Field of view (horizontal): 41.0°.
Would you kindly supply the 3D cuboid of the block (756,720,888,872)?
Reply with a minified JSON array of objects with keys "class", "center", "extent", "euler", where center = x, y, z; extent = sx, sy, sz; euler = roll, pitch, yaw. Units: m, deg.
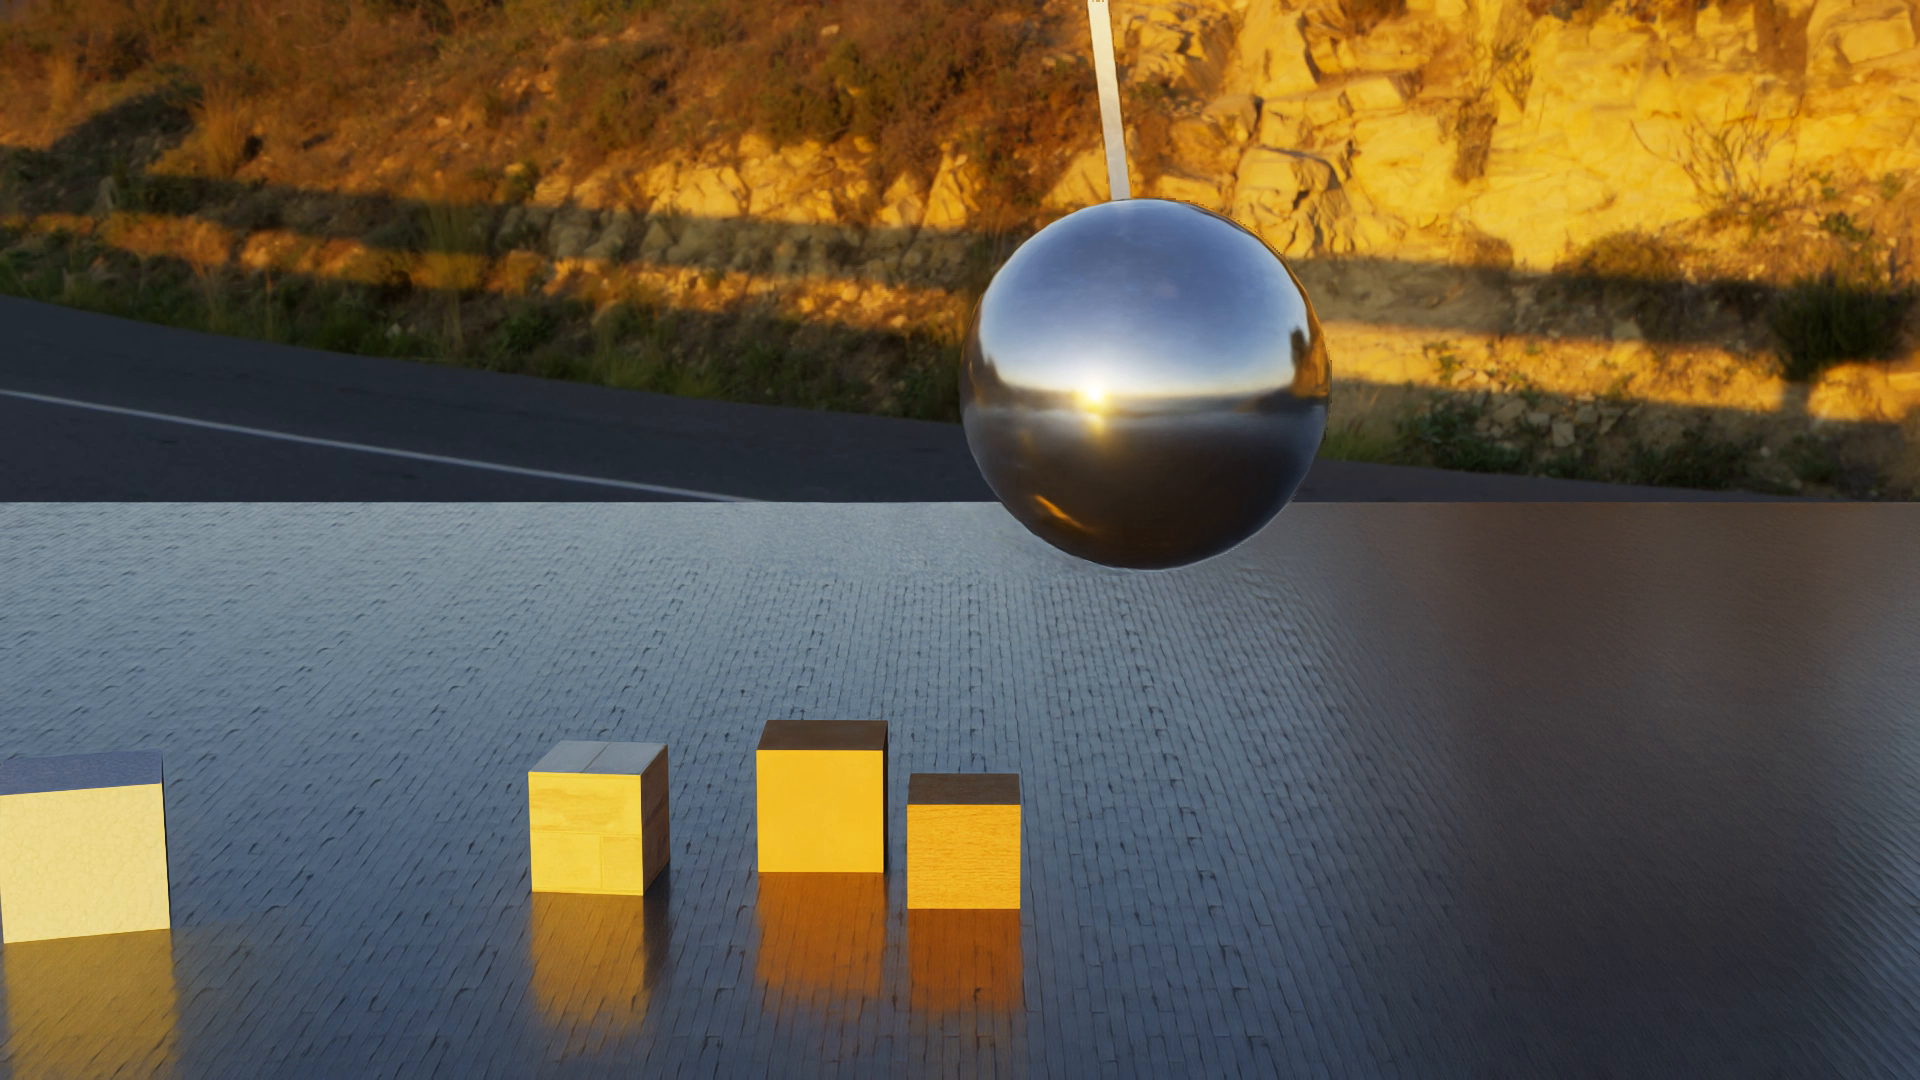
[{"class":"block","center":[-0.617,1.156,11.647],"extent":[0.557,0.558,0.540],"euler":[0,10,1]}]

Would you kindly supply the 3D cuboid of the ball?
[{"class":"ball","center":[0.790,-0.670,11.059],"extent":[1.600,1.600,1.600],"euler":[0,10,0]}]

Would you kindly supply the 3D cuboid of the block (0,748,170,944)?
[{"class":"block","center":[-3.684,1.276,10.806],"extent":[0.650,0.622,0.584],"euler":[-3,11,-17]}]

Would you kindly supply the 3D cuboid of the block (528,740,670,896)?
[{"class":"block","center":[-1.588,1.221,11.348],"extent":[0.491,0.536,0.537],"euler":[1,10,6]}]

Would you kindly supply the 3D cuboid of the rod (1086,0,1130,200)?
[{"class":"rod","center":[0.342,-3.986,10.456],"extent":[0.080,5.200,0.080],"euler":[-7,10,1]}]

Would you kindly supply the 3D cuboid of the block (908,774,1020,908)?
[{"class":"block","center":[0.018,1.301,11.134],"extent":[0.479,0.457,0.496],"euler":[0,10,0]}]
